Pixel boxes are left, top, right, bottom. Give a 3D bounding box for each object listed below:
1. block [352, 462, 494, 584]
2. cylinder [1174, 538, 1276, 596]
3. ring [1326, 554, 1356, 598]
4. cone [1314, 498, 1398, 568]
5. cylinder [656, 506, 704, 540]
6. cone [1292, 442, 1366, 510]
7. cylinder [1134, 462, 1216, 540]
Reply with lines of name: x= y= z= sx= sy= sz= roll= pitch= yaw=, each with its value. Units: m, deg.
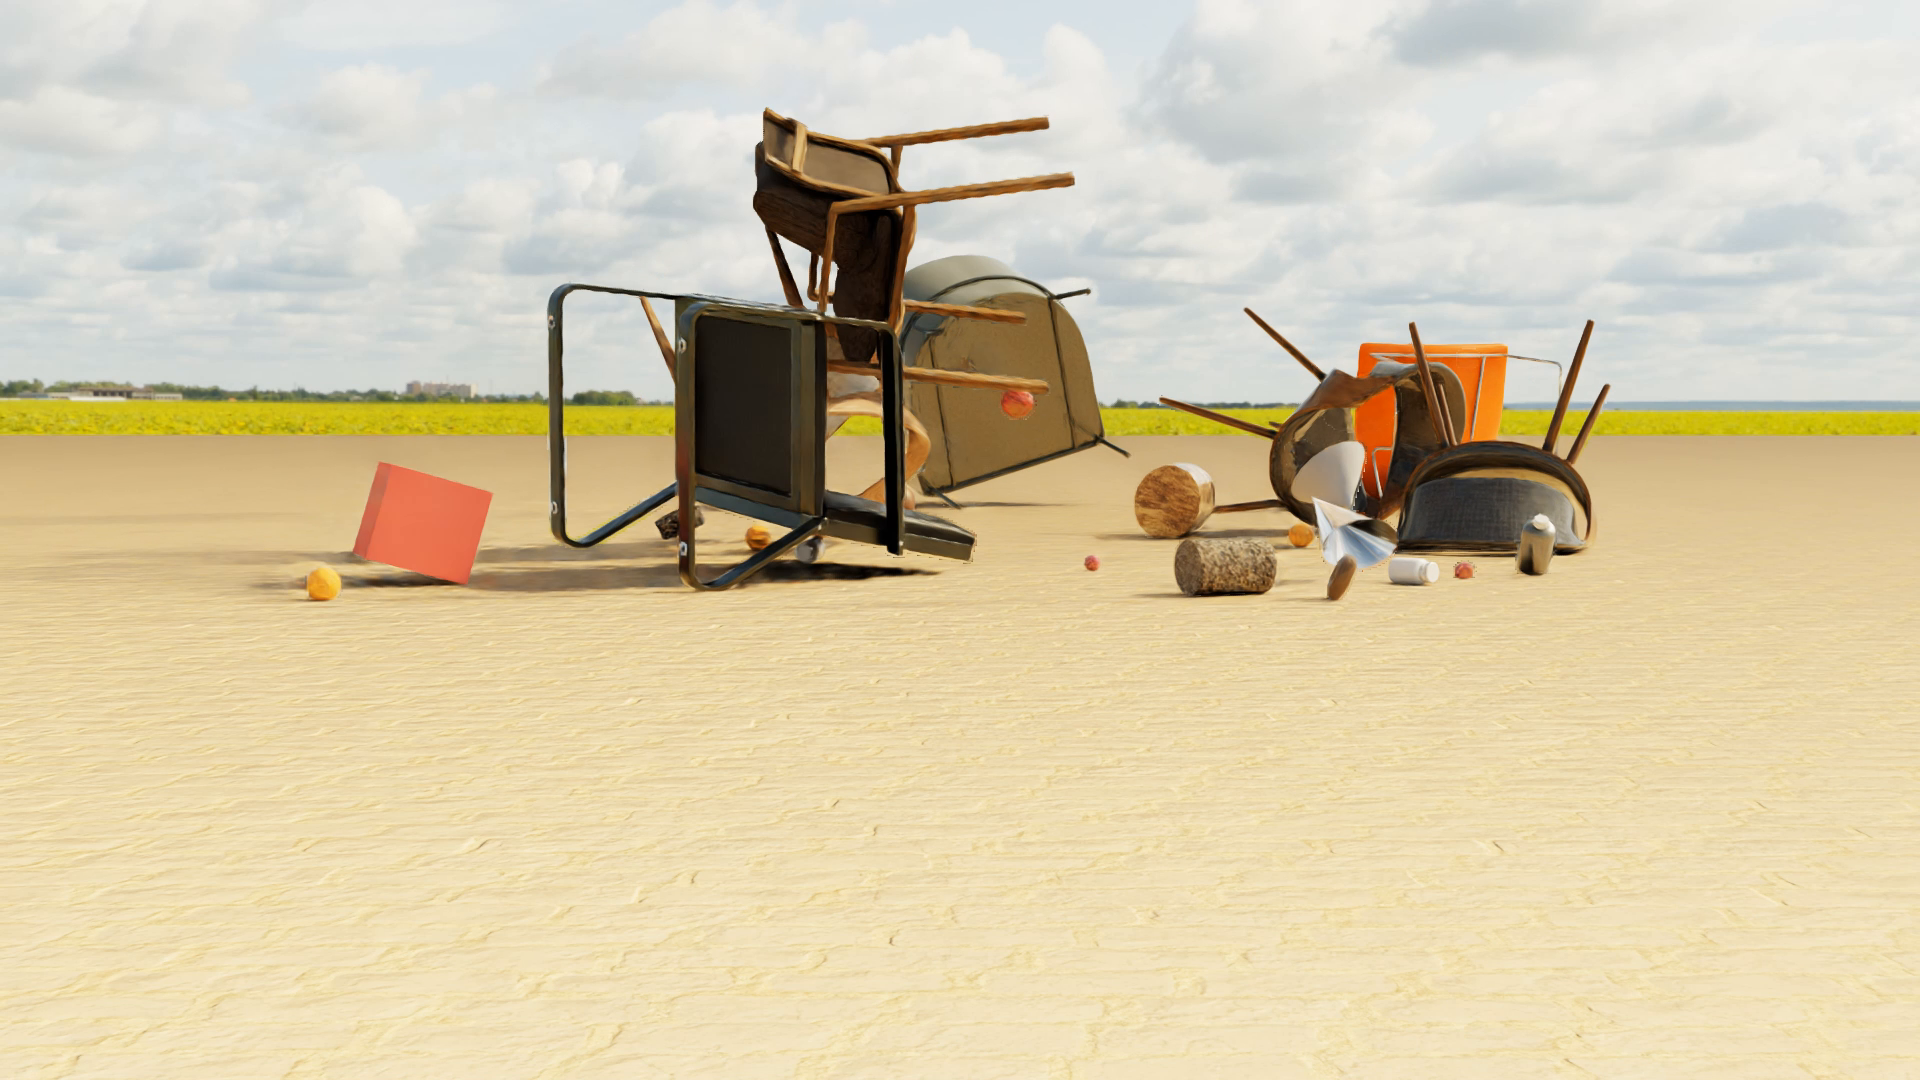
block: x=-1.245 y=-0.040 z=5.091 sx=0.235 sy=0.220 sz=0.212 roll=17 pitch=-3 yaw=-23
cylinder: x=0.582 y=0.058 z=4.822 sx=0.189 sy=0.121 sz=0.119 roll=-2 pitch=-23 yaw=-24
ring: x=0.811 y=0.078 z=4.675 sx=0.036 sy=0.087 sz=0.140 roll=22 pitch=-28 yaw=4
cone: x=0.883 y=-0.046 z=5.161 sx=0.212 sy=0.135 sz=0.214 roll=3 pitch=30 yaw=-29
cylinder: x=-0.839 y=-0.054 z=6.588 sx=0.139 sy=0.052 sz=0.076 roll=-21 pitch=24 yaw=7
cone: x=1.084 y=-0.141 z=6.288 sx=0.170 sy=0.249 sz=0.175 roll=35 pitch=23 yaw=-37
cylinder: x=0.655 y=-0.120 z=6.690 sx=0.197 sy=0.224 sz=0.249 roll=21 pitch=10 yaw=15
